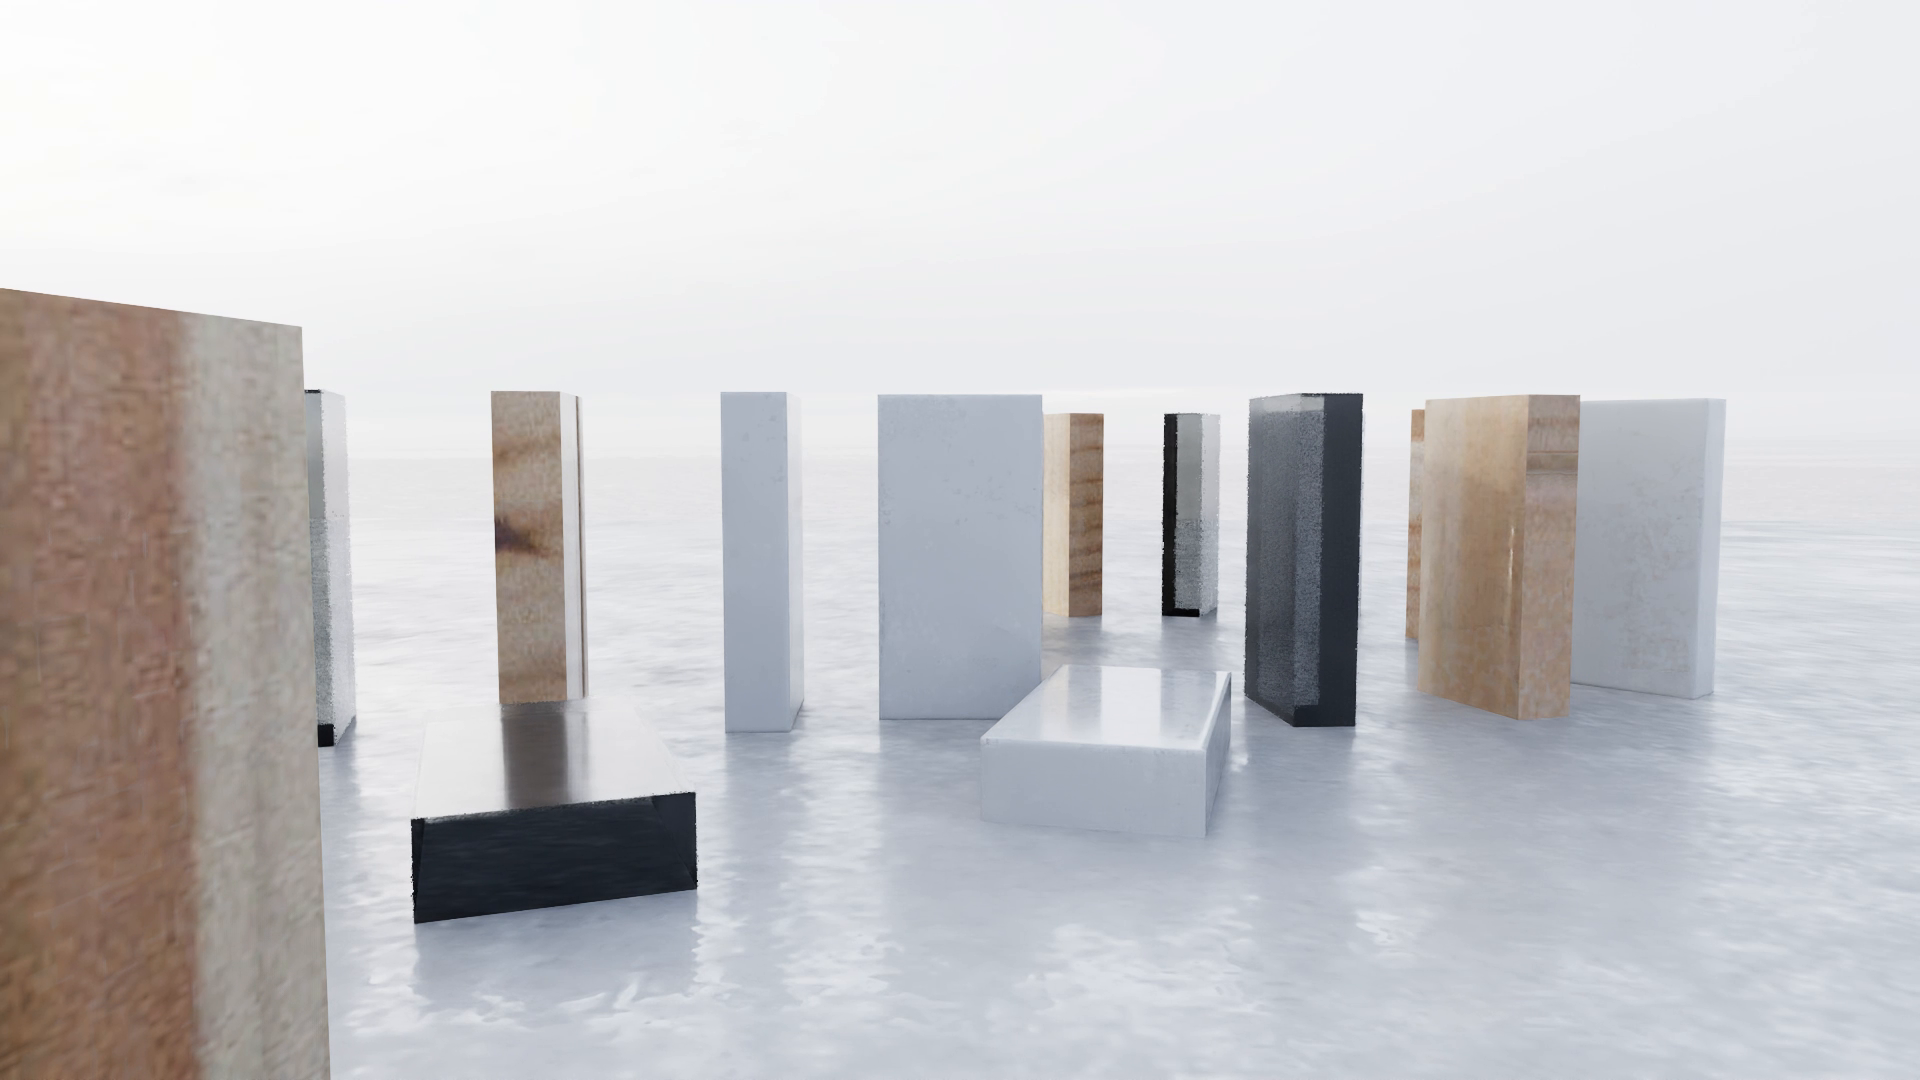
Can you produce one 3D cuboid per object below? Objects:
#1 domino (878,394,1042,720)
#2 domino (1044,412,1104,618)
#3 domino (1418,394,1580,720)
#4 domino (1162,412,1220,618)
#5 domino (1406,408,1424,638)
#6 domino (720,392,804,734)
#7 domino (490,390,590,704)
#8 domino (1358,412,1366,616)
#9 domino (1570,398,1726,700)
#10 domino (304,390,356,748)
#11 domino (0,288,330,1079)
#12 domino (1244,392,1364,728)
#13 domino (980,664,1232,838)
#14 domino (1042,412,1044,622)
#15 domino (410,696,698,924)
[{"bbox_3d":[0.000,0.002,0.201,0.025,0.050,0.010,0,4,0],"label":"domino"},{"bbox_3d":[0.026,-0.007,0.327,0.010,0.050,0.025,-2,5,-23],"label":"domino"},{"bbox_3d":[0.087,0.002,0.209,0.010,0.050,0.025,-1,4,-16],"label":"domino"},{"bbox_3d":[0.059,-0.007,0.326,0.009,0.050,0.025,2,5,21],"label":"domino"},{"bbox_3d":[0.111,-0.004,0.285,0.025,0.050,0.010,-3,5,-37],"label":"domino"},{"bbox_3d":[-0.030,0.003,0.200,0.009,0.050,0.025,0,4,-2],"label":"domino"},{"bbox_3d":[-0.064,0.003,0.197,0.009,0.050,0.025,-1,4,-9],"label":"domino"},{"bbox_3d":[0.088,-0.006,0.309,0.010,0.050,0.025,3,5,38],"label":"domino"},{"bbox_3d":[0.117,0.001,0.224,0.010,0.050,0.025,-4,6,-42],"label":"domino"},{"bbox_3d":[-0.097,0.003,0.189,0.009,0.050,0.025,-1,5,-19],"label":"domino"},{"bbox_3d":[-0.049,0.012,0.073,0.010,0.050,0.025,1,4,11],"label":"domino"},{"bbox_3d":[0.054,0.002,0.204,0.009,0.050,0.025,0,4,-5],"label":"domino"},{"bbox_3d":[0.021,0.025,0.166,0.025,0.010,0.050,1,4,15],"label":"domino"},{"bbox_3d":[0.006,-0.005,0.301,0.025,0.050,0.010,1,4,18],"label":"domino"},{"bbox_3d":[-0.046,0.027,0.141,0.025,0.010,0.050,-2,5,-21],"label":"domino"}]
